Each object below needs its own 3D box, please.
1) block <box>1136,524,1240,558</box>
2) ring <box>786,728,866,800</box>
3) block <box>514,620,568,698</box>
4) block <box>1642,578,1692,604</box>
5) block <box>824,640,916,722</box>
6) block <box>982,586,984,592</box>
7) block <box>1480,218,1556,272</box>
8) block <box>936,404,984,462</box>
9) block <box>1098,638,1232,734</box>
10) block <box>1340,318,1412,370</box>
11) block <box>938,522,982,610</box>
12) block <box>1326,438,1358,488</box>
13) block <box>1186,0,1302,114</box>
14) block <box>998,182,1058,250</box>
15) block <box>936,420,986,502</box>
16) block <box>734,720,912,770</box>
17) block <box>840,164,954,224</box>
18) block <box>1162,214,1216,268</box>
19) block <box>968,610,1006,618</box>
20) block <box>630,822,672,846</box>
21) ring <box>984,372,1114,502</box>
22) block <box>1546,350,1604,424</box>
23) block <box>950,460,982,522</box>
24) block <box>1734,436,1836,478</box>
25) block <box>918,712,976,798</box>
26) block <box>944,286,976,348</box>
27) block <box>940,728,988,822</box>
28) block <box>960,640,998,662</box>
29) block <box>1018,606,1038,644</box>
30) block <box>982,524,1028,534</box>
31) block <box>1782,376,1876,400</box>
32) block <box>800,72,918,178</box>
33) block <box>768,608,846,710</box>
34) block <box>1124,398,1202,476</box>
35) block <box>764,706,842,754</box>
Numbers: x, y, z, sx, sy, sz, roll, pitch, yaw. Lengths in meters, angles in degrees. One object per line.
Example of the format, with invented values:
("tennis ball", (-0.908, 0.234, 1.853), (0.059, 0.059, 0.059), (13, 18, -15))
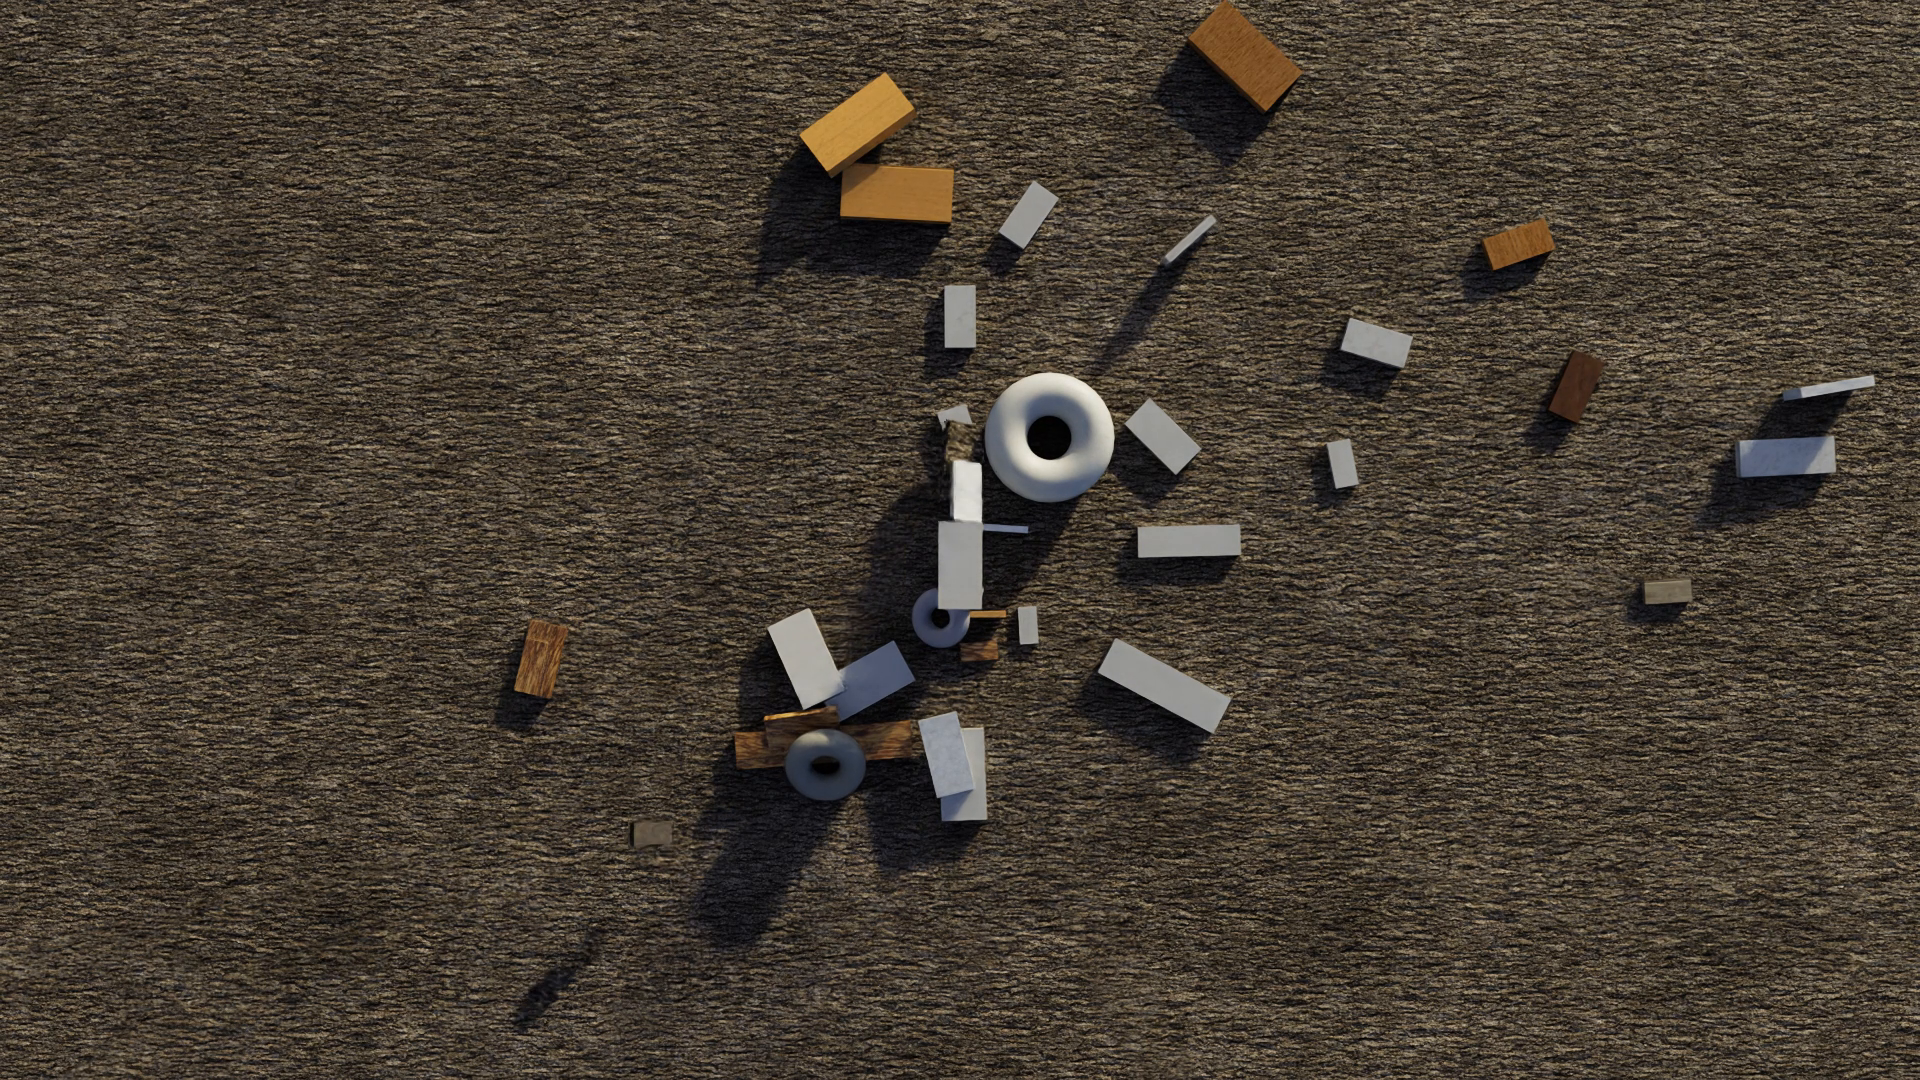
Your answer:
("block", (0.761, 0.003, 5.486), (0.340, 0.029, 0.101), (-1, 90, 0))
("ring", (-0.441, 0.740, 5.417), (0.268, 0.089, 0.268), (-1, 116, -2))
("block", (-1.393, 0.395, 5.483), (0.120, 0.034, 0.239), (13, 90, 0))
("block", (2.353, 0.170, 5.489), (0.155, 0.022, 0.077), (-4, 90, 0))
("block", (-0.315, 0.471, 5.479), (0.301, 0.043, 0.150), (-29, 90, 0))
("block", (0.005, 0.156, 5.362), (0.138, 0.275, 0.039), (14, 90, 0))
("block", (1.855, -0.981, 5.485), (0.218, 0.031, 0.109), (-19, 90, 0))
("block", (0.003, -0.341, 5.486), (0.101, 0.029, 0.203), (-18, 90, 0))
("block", (0.678, 0.483, 5.482), (0.433, 0.037, 0.130), (28, 90, 0))
("block", (1.382, -0.653, 5.485), (0.218, 0.031, 0.109), (17, 90, 0))
("block", (0.001, 0.080, 5.205), (0.138, 0.039, 0.275), (0, 90, 0))
("block", (1.272, -0.254, 5.489), (0.077, 0.022, 0.155), (-11, 90, 0))
("block", (0.944, -1.602, 5.475), (0.353, 0.050, 0.176), (43, 90, 0))
("block", (0.228, -1.079, 5.485), (0.103, 0.029, 0.205), (35, 90, 0))
("block", (0.004, -0.252, 5.420), (0.130, 0.037, 0.259), (10, 81, -21))
("block", (-0.453, 0.680, 5.483), (0.583, 0.034, 0.120), (-4, 90, 0))
("block", (-0.208, -1.150, 5.475), (0.367, 0.050, 0.176), (3, 90, 0))
("block", (0.756, -0.985, 5.448), (0.205, 0.103, 0.029), (-42, 88, 0))
("block", (0.090, 0.245, 5.469), (0.123, 0.062, 0.017), (0, 92, 0))
("block", (-1.002, 0.956, 5.359), (0.146, 0.021, 0.073), (8, 72, -43))
("ring", (0.294, -0.337, 5.430), (0.429, 0.143, 0.429), (0, 89, 1))
("block", (2.045, -0.508, 5.485), (0.109, 0.031, 0.218), (24, 90, 0))
("block", (0.019, -0.155, 5.355), (0.101, 0.029, 0.202), (7, 70, -23))
("block", (2.743, -0.276, 5.483), (0.313, 0.034, 0.121), (-3, 90, 0))
("block", (-0.044, 0.707, 5.439), (0.130, 0.037, 0.259), (-14, 90, 0))
("block", (0.000, -0.741, 5.485), (0.103, 0.029, 0.205), (0, 90, 0))
("block", (0.009, 0.778, 5.479), (0.150, 0.043, 0.301), (-2, 90, 0))
("block", (0.064, 0.370, 5.491), (0.123, 0.017, 0.062), (-4, 90, 0))
("block", (0.227, 0.284, 5.491), (0.062, 0.017, 0.123), (-4, 90, 0))
("block", (0.147, -0.038, 5.461), (0.155, 0.077, 0.022), (4, 90, 0))
("block", (2.863, -0.500, 5.440), (0.241, 0.121, 0.034), (-10, 90, 0))
("block", (-0.336, -1.370, 5.447), (0.353, 0.050, 0.176), (-36, 71, 0))
("block", (-0.506, 0.394, 5.451), (0.150, 0.043, 0.301), (-25, 80, 1))
("block", (0.672, -0.343, 5.483), (0.241, 0.034, 0.121), (45, 90, 0))
("block", (-0.516, 0.625, 5.433), (0.239, 0.034, 0.120), (-8, 107, 0))
